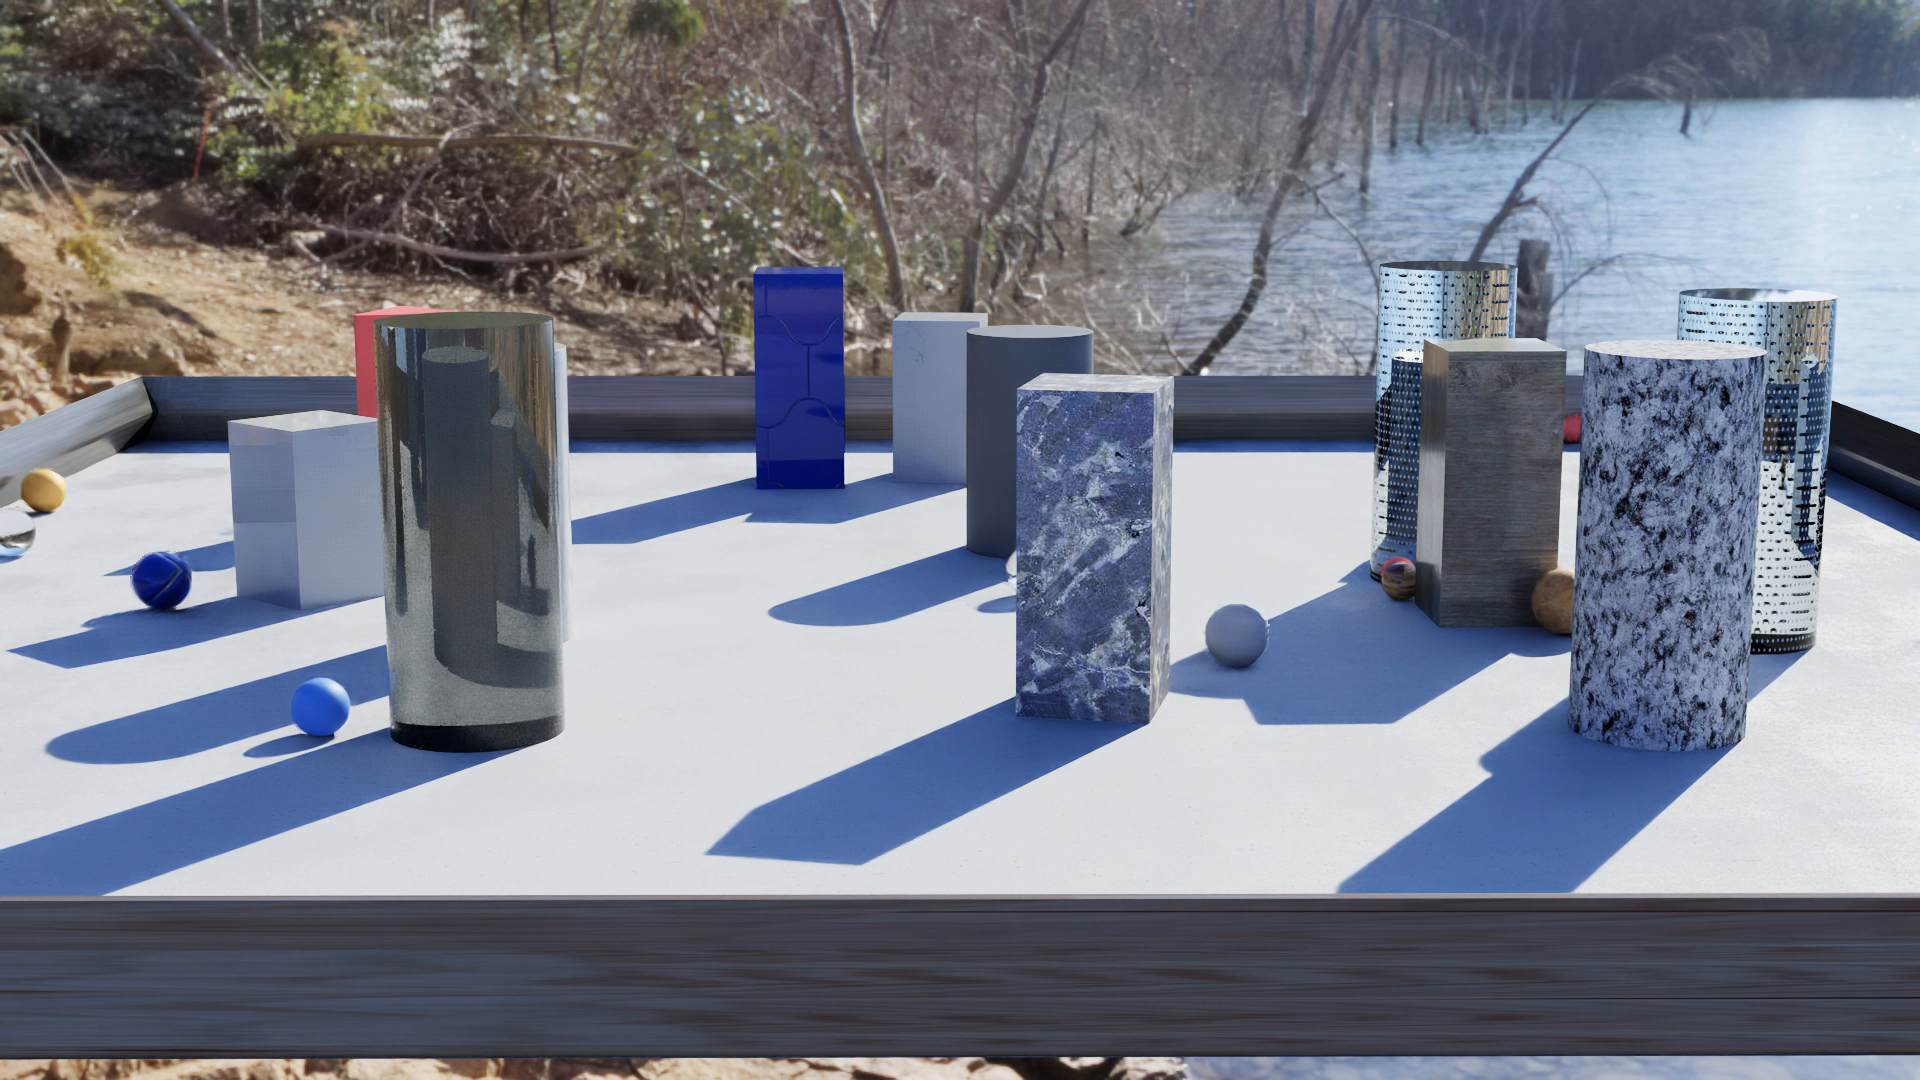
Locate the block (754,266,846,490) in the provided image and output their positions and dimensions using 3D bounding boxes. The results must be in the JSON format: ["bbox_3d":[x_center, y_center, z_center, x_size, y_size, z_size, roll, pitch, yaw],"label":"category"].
[{"bbox_3d":[-0.278,-0.284,4.476,0.152,0.371,0.152,0,11,-2],"label":"block"}]

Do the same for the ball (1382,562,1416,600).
[{"bbox_3d":[0.604,0.056,3.517,0.053,0.053,0.053,0,11,0],"label":"ball"}]

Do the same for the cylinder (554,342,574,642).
[{"bbox_3d":[-0.592,-0.059,3.263,0.190,0.372,0.190,0,11,0],"label":"cylinder"}]

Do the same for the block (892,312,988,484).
[{"bbox_3d":[-0.034,-0.253,4.544,0.152,0.285,0.152,1,11,6],"label":"block"}]

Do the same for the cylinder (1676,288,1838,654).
[{"bbox_3d":[0.998,-0.091,3.250,0.190,0.440,0.190,0,11,0],"label":"cylinder"}]

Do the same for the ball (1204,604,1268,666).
[{"bbox_3d":[0.337,0.116,3.129,0.078,0.078,0.078,0,11,0],"label":"ball"}]

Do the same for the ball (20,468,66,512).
[{"bbox_3d":[-1.502,-0.081,4.205,0.071,0.071,0.071,0,11,0],"label":"ball"}]

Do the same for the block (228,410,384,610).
[{"bbox_3d":[-0.893,-0.044,3.534,0.152,0.243,0.152,9,14,41],"label":"block"}]

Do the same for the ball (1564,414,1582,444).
[{"bbox_3d":[1.191,-0.215,4.963,0.056,0.056,0.056,0,11,0],"label":"ball"}]

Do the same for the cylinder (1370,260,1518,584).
[{"bbox_3d":[0.683,-0.165,3.632,0.190,0.445,0.190,0,11,0],"label":"cylinder"}]

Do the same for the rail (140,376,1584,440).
[{"bbox_3d":[-0.009,-0.254,4.984,3.169,0.124,0.045,0,11,0],"label":"rail"}]

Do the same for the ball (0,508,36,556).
[{"bbox_3d":[-1.415,-0.011,3.826,0.072,0.072,0.072,0,11,0],"label":"ball"}]

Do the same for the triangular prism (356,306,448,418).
[{"bbox_3d":[-0.900,-0.211,4.196,0.165,0.331,0.143,-3,11,-15],"label":"triangular prism"}]

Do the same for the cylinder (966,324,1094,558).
[{"bbox_3d":[0.105,-0.150,3.868,0.190,0.330,0.190,0,11,0],"label":"cylinder"}]

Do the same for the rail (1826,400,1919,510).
[{"bbox_3d":[1.561,0.030,3.458,0.045,0.124,3.170,0,11,0],"label":"rail"}]

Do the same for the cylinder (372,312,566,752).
[{"bbox_3d":[-0.532,-0.013,2.794,0.190,0.454,0.190,0,11,0],"label":"cylinder"}]

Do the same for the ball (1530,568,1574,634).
[{"bbox_3d":[0.779,0.079,3.304,0.087,0.087,0.087,0,11,0],"label":"ball"}]

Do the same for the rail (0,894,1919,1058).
[{"bbox_3d":[0.009,0.318,1.914,3.169,0.124,0.045,0,11,0],"label":"rail"}]

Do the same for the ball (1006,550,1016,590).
[{"bbox_3d":[0.100,0.042,3.535,0.074,0.074,0.074,0,11,0],"label":"ball"}]

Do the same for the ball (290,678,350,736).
[{"bbox_3d":[-0.700,0.183,2.809,0.064,0.064,0.064,0,11,0],"label":"ball"}]

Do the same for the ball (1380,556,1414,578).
[{"bbox_3d":[0.611,0.048,3.575,0.049,0.049,0.049,0,11,0],"label":"ball"}]

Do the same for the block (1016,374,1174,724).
[{"bbox_3d":[0.154,0.006,2.918,0.152,0.371,0.152,2,11,13],"label":"block"}]

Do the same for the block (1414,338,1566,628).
[{"bbox_3d":[0.699,-0.078,3.393,0.152,0.362,0.152,0,11,-2],"label":"block"}]

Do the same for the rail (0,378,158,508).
[{"bbox_3d":[-1.561,0.033,3.440,0.045,0.124,3.170,0,11,0],"label":"rail"}]

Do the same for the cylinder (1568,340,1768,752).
[{"bbox_3d":[0.771,0.002,2.804,0.190,0.421,0.190,0,11,0],"label":"cylinder"}]

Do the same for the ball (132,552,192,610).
[{"bbox_3d":[-1.074,0.055,3.454,0.078,0.078,0.078,0,11,0],"label":"ball"}]
